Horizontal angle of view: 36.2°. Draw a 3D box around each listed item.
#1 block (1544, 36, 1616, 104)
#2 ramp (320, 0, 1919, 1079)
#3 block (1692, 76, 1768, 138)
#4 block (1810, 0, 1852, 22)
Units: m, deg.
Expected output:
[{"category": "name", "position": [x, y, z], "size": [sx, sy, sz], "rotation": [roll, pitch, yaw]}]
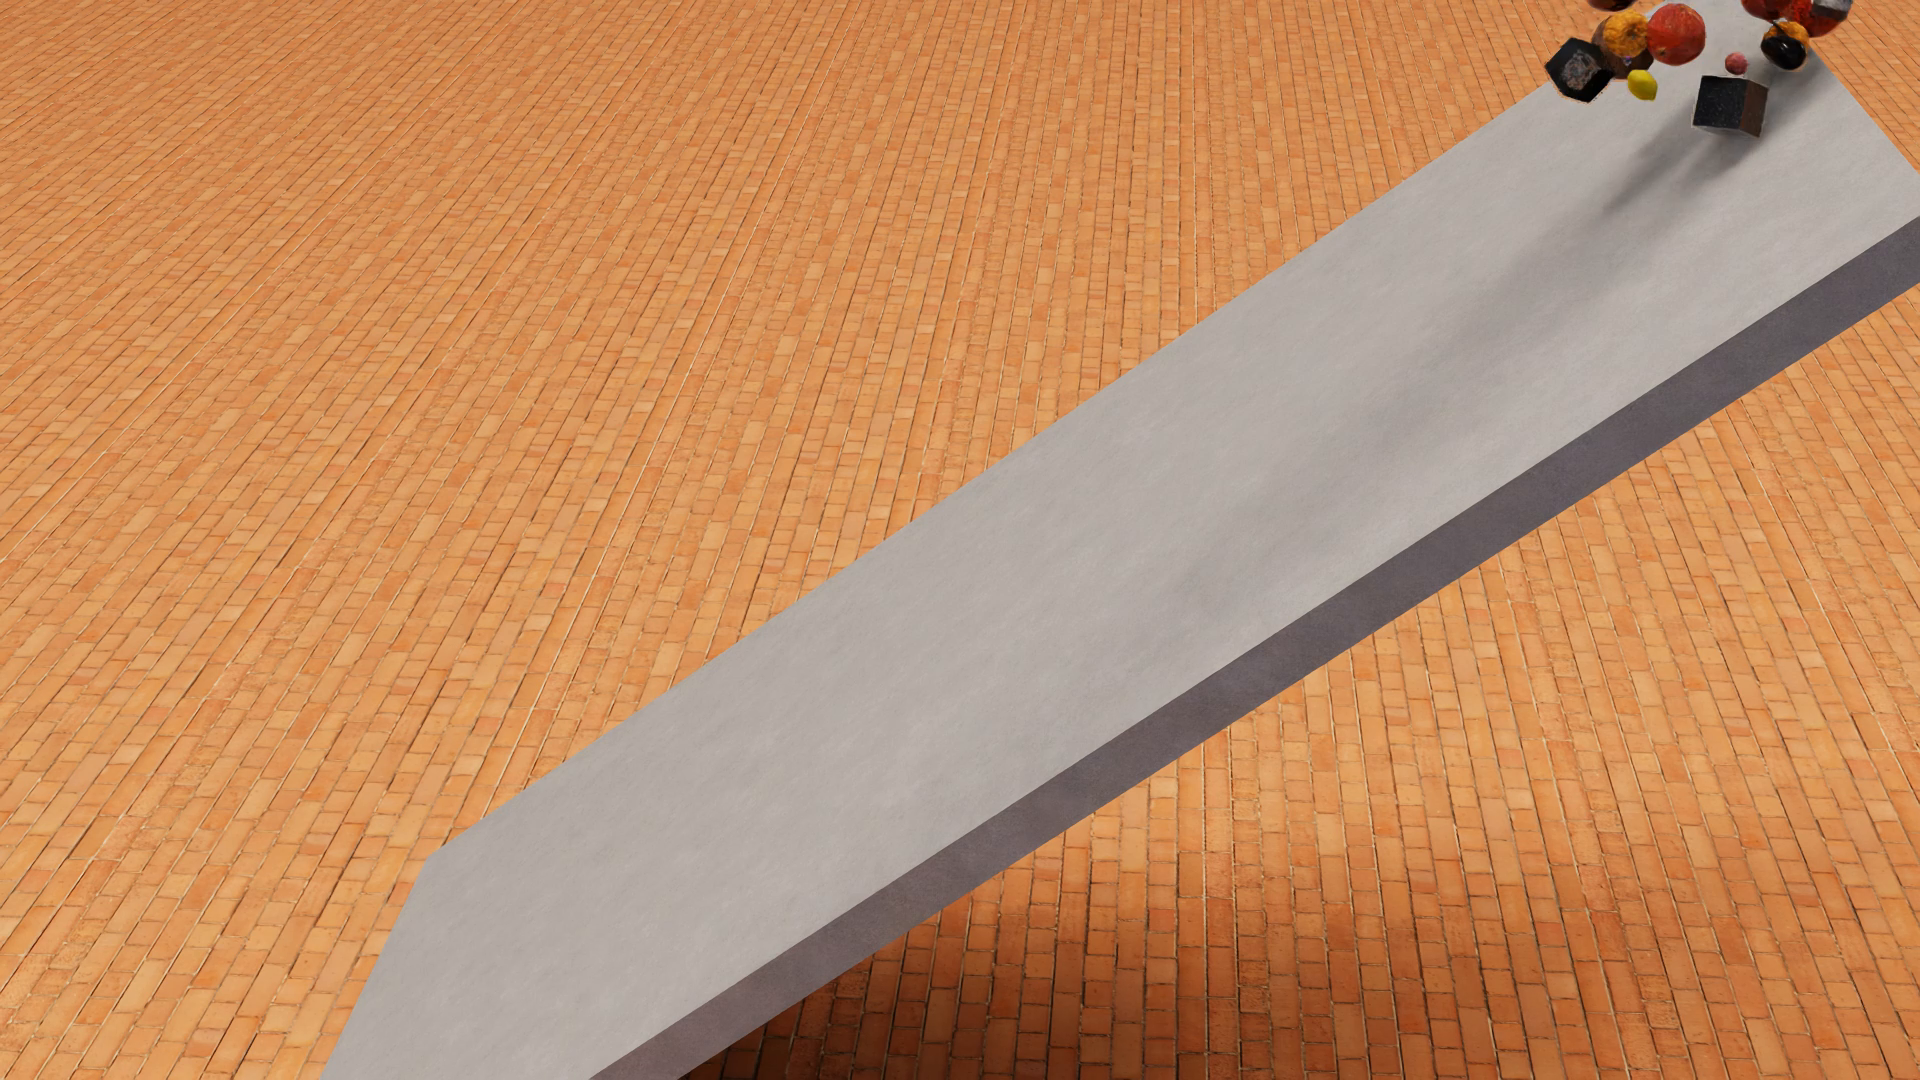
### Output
[{"category": "block", "position": [1.193, -0.904, 5.660], "size": [0.080, 0.080, 0.080], "rotation": [7, 46, -39]}, {"category": "ramp", "position": [0.128, 0.180, 6.324], "size": [4.000, 0.100, 2.000], "rotation": [-34, 16, 17]}, {"category": "block", "position": [1.460, -0.821, 5.570], "size": [0.095, 0.095, 0.095], "rotation": [13, 4, 38]}, {"category": "block", "position": [1.675, -1.041, 5.635], "size": [0.066, 0.066, 0.066], "rotation": [18, -3, 9]}]
